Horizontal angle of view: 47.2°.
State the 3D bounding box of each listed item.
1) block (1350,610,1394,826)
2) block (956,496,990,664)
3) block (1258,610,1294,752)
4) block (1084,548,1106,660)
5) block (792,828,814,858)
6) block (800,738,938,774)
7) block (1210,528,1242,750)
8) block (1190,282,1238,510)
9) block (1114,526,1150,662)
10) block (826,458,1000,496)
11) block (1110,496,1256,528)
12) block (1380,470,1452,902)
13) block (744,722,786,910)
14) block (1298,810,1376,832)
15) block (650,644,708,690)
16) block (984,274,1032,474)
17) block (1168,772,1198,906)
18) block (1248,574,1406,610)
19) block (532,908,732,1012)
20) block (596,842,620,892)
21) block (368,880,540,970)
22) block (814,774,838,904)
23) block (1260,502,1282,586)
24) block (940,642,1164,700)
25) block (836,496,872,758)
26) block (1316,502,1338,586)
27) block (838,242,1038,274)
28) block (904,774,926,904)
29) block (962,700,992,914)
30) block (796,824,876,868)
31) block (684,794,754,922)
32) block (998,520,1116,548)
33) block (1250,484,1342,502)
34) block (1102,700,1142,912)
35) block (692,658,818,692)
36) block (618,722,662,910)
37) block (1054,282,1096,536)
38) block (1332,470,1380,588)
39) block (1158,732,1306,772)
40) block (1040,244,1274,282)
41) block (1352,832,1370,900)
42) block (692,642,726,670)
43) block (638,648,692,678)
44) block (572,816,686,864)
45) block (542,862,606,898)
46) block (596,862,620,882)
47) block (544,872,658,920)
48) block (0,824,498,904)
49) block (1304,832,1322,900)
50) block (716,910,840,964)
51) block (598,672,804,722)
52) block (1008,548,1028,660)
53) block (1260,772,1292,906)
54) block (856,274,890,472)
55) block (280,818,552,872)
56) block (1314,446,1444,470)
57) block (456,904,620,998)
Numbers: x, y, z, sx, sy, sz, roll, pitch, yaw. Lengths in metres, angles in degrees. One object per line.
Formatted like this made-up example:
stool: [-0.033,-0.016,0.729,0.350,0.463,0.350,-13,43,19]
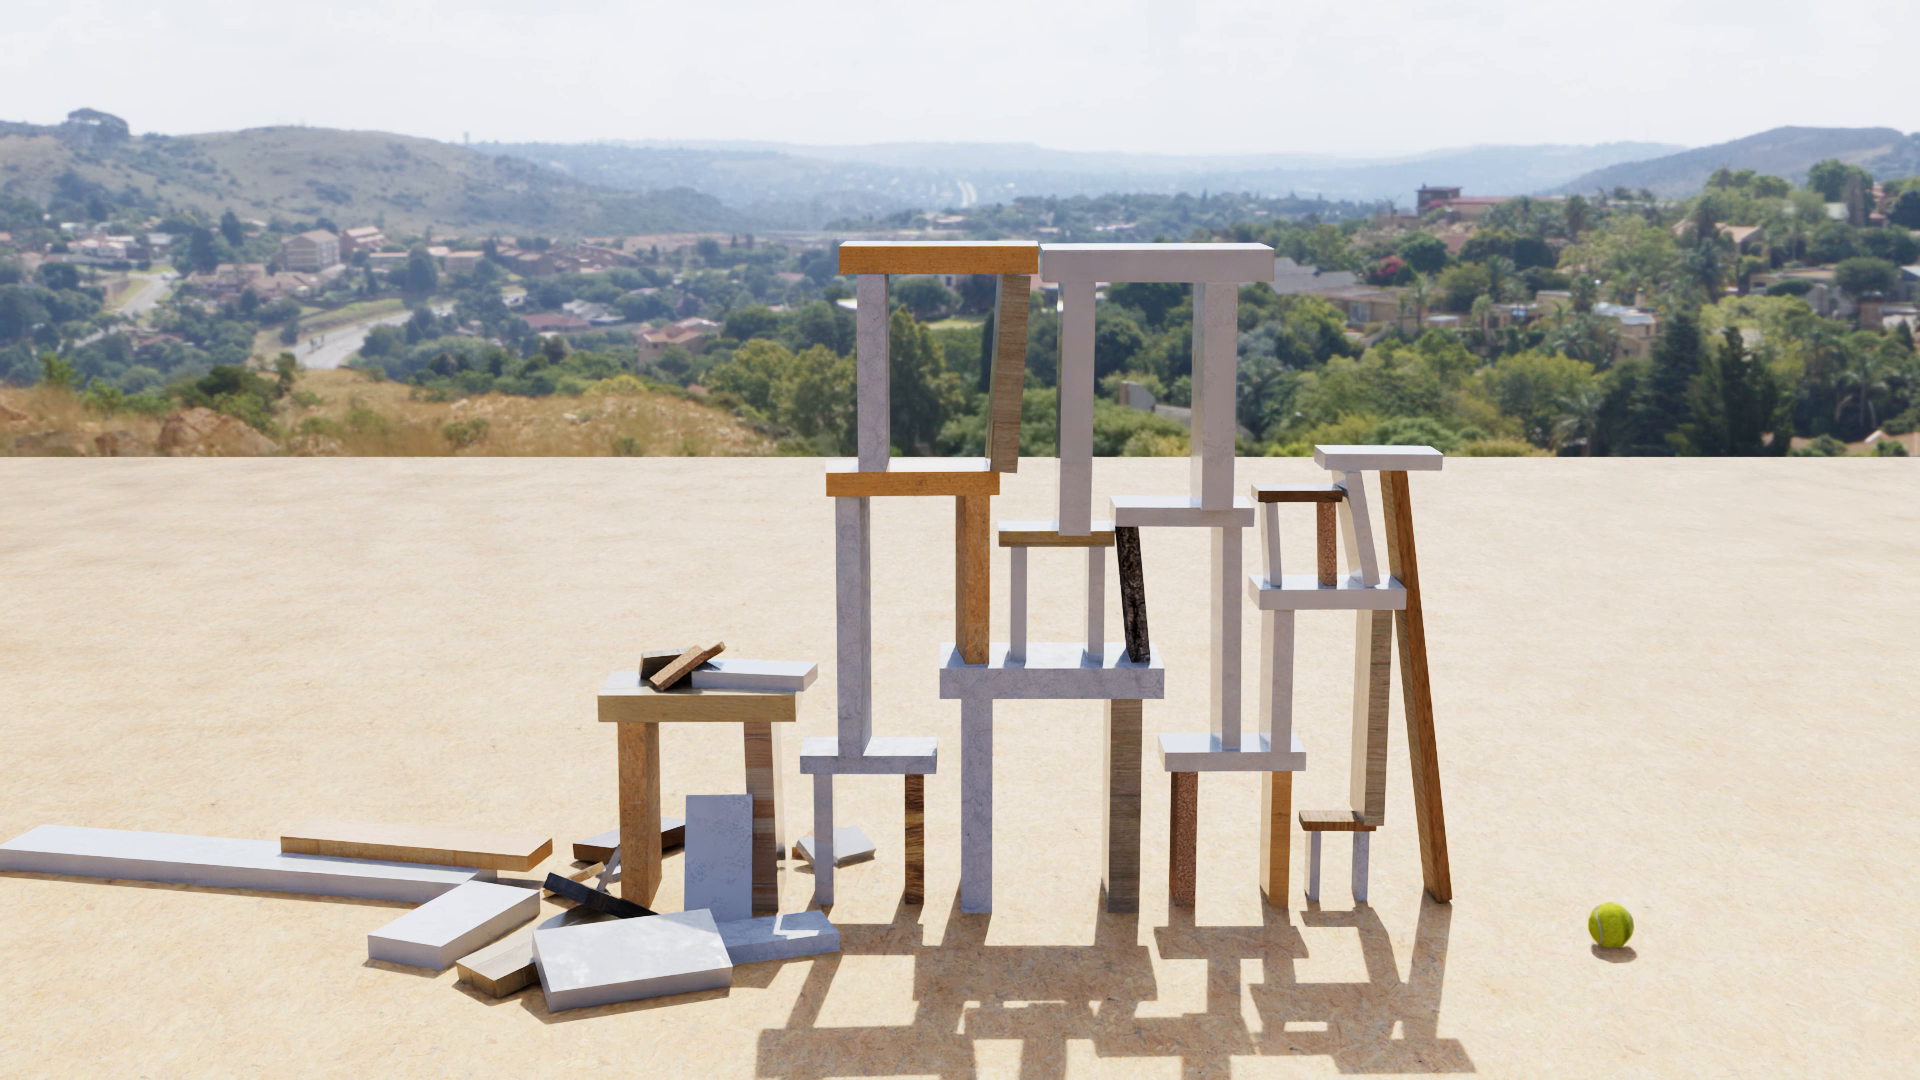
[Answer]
block: [0.674,0.278,3.611,0.033,0.361,0.118,0,11,-2]
block: [0.020,0.052,3.570,0.039,0.274,0.137,-1,11,-7]
block: [0.518,0.217,3.598,0.033,0.236,0.118,0,11,-2]
block: [0.218,0.095,3.581,0.026,0.186,0.093,0,11,-1]
block: [-0.247,0.537,3.906,0.064,0.018,0.128,3,11,15]
block: [-0.149,0.355,3.628,0.222,0.031,0.111,0,11,0]
block: [0.435,0.149,3.596,0.031,0.369,0.111,-2,11,-3]
block: [0.405,-0.239,3.518,0.051,0.357,0.179,0,11,0]
block: [0.280,0.078,3.570,0.031,0.221,0.111,-6,11,1]
block: [-0.078,-0.101,3.534,0.275,0.039,0.137,-1,11,-3]
block: [0.356,-0.046,3.544,0.221,0.031,0.111,0,11,-1]
block: [0.749,0.234,3.614,0.027,0.719,0.094,-8,8,0]
block: [-0.322,0.434,3.636,0.045,0.318,0.159,-1,11,0]
block: [0.625,0.465,3.640,0.120,0.017,0.060,0,11,0]
block: [-0.456,0.207,3.573,0.095,0.013,0.047,-37,22,-14]
block: [0.075,-0.271,3.503,0.044,0.309,0.154,3,10,-3]
block: [0.370,0.478,3.643,0.033,0.230,0.115,0,11,0]
block: [0.595,0.084,3.573,0.236,0.033,0.118,0,11,-1]
block: [-0.487,0.622,3.266,0.270,0.038,0.135,-4,32,-22]
block: [-0.580,0.543,3.665,0.014,0.098,0.049,27,9,-5]
block: [-0.796,0.606,3.476,0.135,0.038,0.270,4,11,22]
block: [-0.223,0.480,3.652,0.031,0.222,0.111,0,11,0]
block: [0.502,0.001,3.555,0.019,0.136,0.068,-5,11,-1]
block: [0.147,0.213,3.595,0.359,0.051,0.180,0,11,0]
block: [-0.173,0.129,3.583,0.039,0.431,0.137,1,11,5]
block: [0.593,0.001,3.557,0.019,0.136,0.068,-3,11,-1]
block: [-0.031,-0.448,3.483,0.309,0.044,0.154,0,10,1]
block: [-0.075,0.480,3.652,0.031,0.222,0.111,0,11,0]
block: [0.027,0.414,3.633,0.051,0.359,0.180,0,11,0]
block: [-0.216,0.536,3.834,0.128,0.018,0.064,-9,41,-39]
block: [-0.385,0.514,3.510,0.107,0.213,0.030,0,-14,-2]
block: [0.155,-0.010,3.562,0.186,0.026,0.093,0,11,0]
block: [0.542,-0.076,3.542,0.136,0.019,0.068,0,11,-2]
block: [0.267,0.414,3.634,0.051,0.359,0.180,0,11,0]
block: [-0.335,0.220,3.597,0.187,0.027,0.094,2,11,10]
block: [-0.529,0.434,3.636,0.045,0.318,0.159,0,11,0]
block: [0.183,-0.219,3.523,0.051,0.397,0.179,1,11,0]
block: [0.638,-0.025,3.551,0.027,0.188,0.094,-12,11,-3]
block: [0.446,0.349,3.621,0.229,0.033,0.115,0,11,-1]
block: [0.307,-0.439,3.482,0.357,0.051,0.179,0,11,0]
block: [0.666,0.532,3.654,0.017,0.120,0.060,0,11,0]
block: [-0.430,0.198,3.614,0.095,0.013,0.047,-30,4,2]
block: [-0.481,0.203,3.635,0.095,0.047,0.013,-5,42,-23]
block: [-0.571,0.529,3.878,0.102,0.029,0.204,0,7,38]
block: [-0.641,0.564,3.652,0.098,0.014,0.049,-26,0,23]
block: [-0.570,0.563,3.775,0.098,0.014,0.049,-10,15,-43]
block: [-0.556,0.568,3.451,0.094,0.027,0.187,13,-13,37]
block: [-1.223,0.553,3.761,0.866,0.038,0.135,2,11,12]
block: [0.586,0.532,3.656,0.017,0.120,0.060,0,11,0]
block: [-0.305,0.620,3.423,0.213,0.030,0.107,-4,11,-19]
block: [-0.422,0.256,3.602,0.318,0.045,0.159,0,11,0]
block: [0.094,0.095,3.580,0.026,0.186,0.093,0,11,0]
block: [0.523,0.478,3.644,0.033,0.230,0.115,0,11,0]
block: [-0.138,-0.273,3.508,0.044,0.309,0.154,0,11,1]
block: [-0.928,0.520,3.756,0.455,0.029,0.102,2,11,13]
block: [0.672,-0.132,3.538,0.188,0.027,0.094,0,11,-1]
block: [-0.633,0.620,3.331,0.233,0.030,0.107,-20,21,-40]
